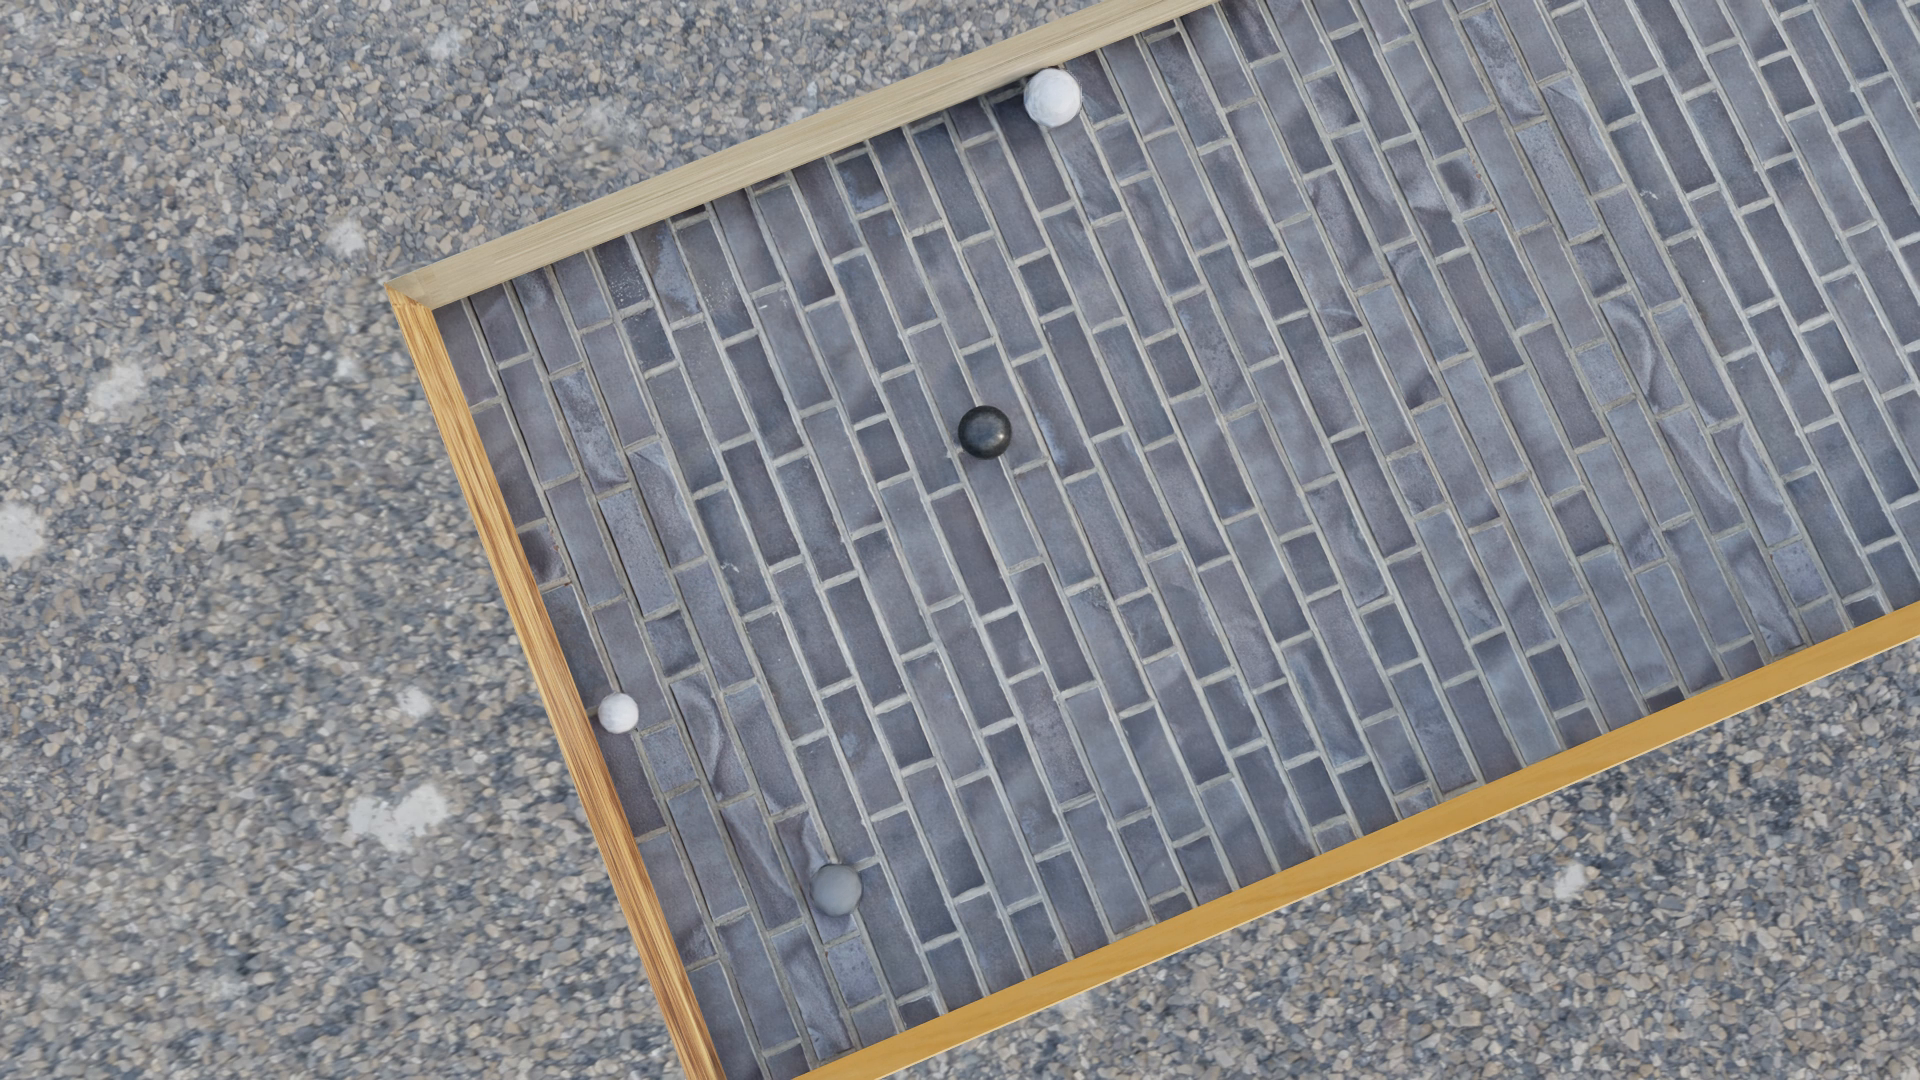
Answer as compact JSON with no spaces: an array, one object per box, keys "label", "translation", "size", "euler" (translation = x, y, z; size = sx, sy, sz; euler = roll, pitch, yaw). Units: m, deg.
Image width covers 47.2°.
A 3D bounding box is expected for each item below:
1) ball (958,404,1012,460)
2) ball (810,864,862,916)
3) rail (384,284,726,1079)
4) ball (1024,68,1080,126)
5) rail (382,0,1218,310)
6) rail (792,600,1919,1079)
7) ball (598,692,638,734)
[{"label":"ball","translation":[0.038,-0.162,3.315],"size":[0.083,0.083,0.083],"euler":[0,79,0]},{"label":"ball","translation":[-0.181,0.507,3.193],"size":[0.075,0.075,0.075],"euler":[0,79,0]},{"label":"rail","translation":[-0.580,0.233,3.223],"size":[0.045,0.115,1.356],"euler":[-22,80,-4]},{"label":"ball","translation":[0.143,-0.686,3.411],"size":[0.089,0.089,0.089],"euler":[0,79,0]},{"label":"rail","translation":[0.351,-0.843,3.427],"size":[2.608,0.115,0.045],"euler":[-22,80,-4]},{"label":"rail","translation":[0.853,0.344,3.202],"size":[2.608,0.115,0.045],"euler":[-22,80,-4]},{"label":"ball","translation":[-0.505,0.256,3.248],"size":[0.060,0.060,0.060],"euler":[0,79,0]}]
